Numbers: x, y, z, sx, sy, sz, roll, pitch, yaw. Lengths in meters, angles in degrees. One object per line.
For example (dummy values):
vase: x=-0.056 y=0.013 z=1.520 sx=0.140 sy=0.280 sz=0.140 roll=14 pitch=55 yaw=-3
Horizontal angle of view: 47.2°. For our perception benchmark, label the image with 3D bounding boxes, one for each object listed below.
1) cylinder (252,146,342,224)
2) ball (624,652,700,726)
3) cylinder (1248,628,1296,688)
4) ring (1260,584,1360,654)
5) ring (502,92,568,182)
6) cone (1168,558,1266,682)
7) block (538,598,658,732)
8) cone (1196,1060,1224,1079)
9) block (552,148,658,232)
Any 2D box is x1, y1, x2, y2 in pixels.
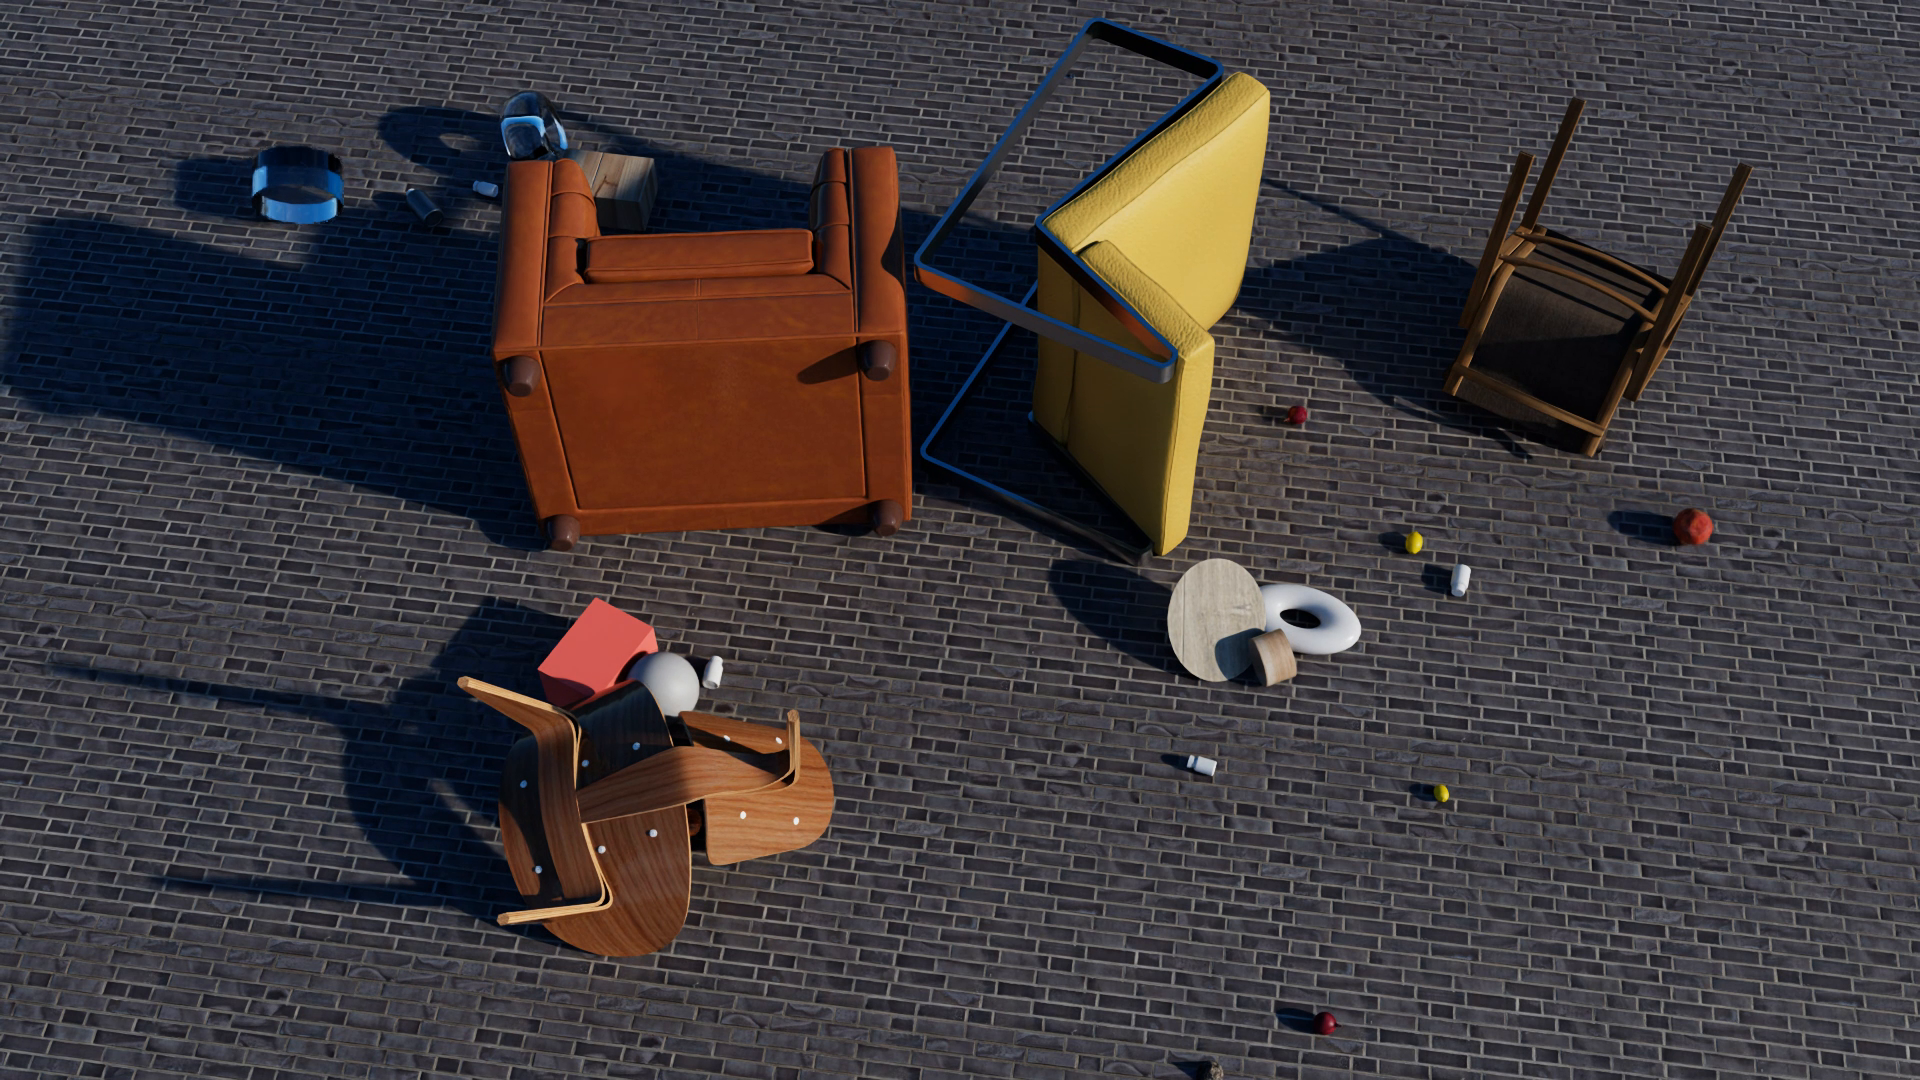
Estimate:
cylinder: x=-2.182 y=-1.170 z=7.243 sx=0.286 sy=0.185 sz=0.173 roll=1 pitch=55 yaw=-16
ball: x=-0.836 y=0.417 z=6.167 sx=0.210 sy=0.210 sz=0.210 roll=0 pitch=56 yaw=0
cylinder: x=0.891 y=0.336 z=6.279 sx=0.094 sy=0.092 sz=0.147 roll=-19 pitch=96 yaw=-12
ring: x=0.986 y=0.228 z=6.379 sx=0.358 sy=0.072 sz=0.218 roll=14 pitch=57 yaw=10
ring: x=-1.417 y=-1.345 z=7.323 sx=0.145 sy=0.280 sz=0.314 roll=-16 pitch=73 yaw=11
cone: x=0.724 y=0.230 z=6.359 sx=0.297 sy=0.121 sz=0.353 roll=2 pitch=89 yaw=-12
block: x=-1.020 y=0.352 z=6.232 sx=0.199 sy=0.176 sz=0.276 roll=26 pitch=60 yaw=16
cone: x=0.642 y=1.359 z=5.631 sx=0.067 sy=0.050 sz=0.076 roll=26 pitch=60 yaw=17
block: x=-1.171 y=-1.157 z=7.265 sx=0.298 sy=0.141 sz=0.195 roll=7 pitch=56 yaw=5
